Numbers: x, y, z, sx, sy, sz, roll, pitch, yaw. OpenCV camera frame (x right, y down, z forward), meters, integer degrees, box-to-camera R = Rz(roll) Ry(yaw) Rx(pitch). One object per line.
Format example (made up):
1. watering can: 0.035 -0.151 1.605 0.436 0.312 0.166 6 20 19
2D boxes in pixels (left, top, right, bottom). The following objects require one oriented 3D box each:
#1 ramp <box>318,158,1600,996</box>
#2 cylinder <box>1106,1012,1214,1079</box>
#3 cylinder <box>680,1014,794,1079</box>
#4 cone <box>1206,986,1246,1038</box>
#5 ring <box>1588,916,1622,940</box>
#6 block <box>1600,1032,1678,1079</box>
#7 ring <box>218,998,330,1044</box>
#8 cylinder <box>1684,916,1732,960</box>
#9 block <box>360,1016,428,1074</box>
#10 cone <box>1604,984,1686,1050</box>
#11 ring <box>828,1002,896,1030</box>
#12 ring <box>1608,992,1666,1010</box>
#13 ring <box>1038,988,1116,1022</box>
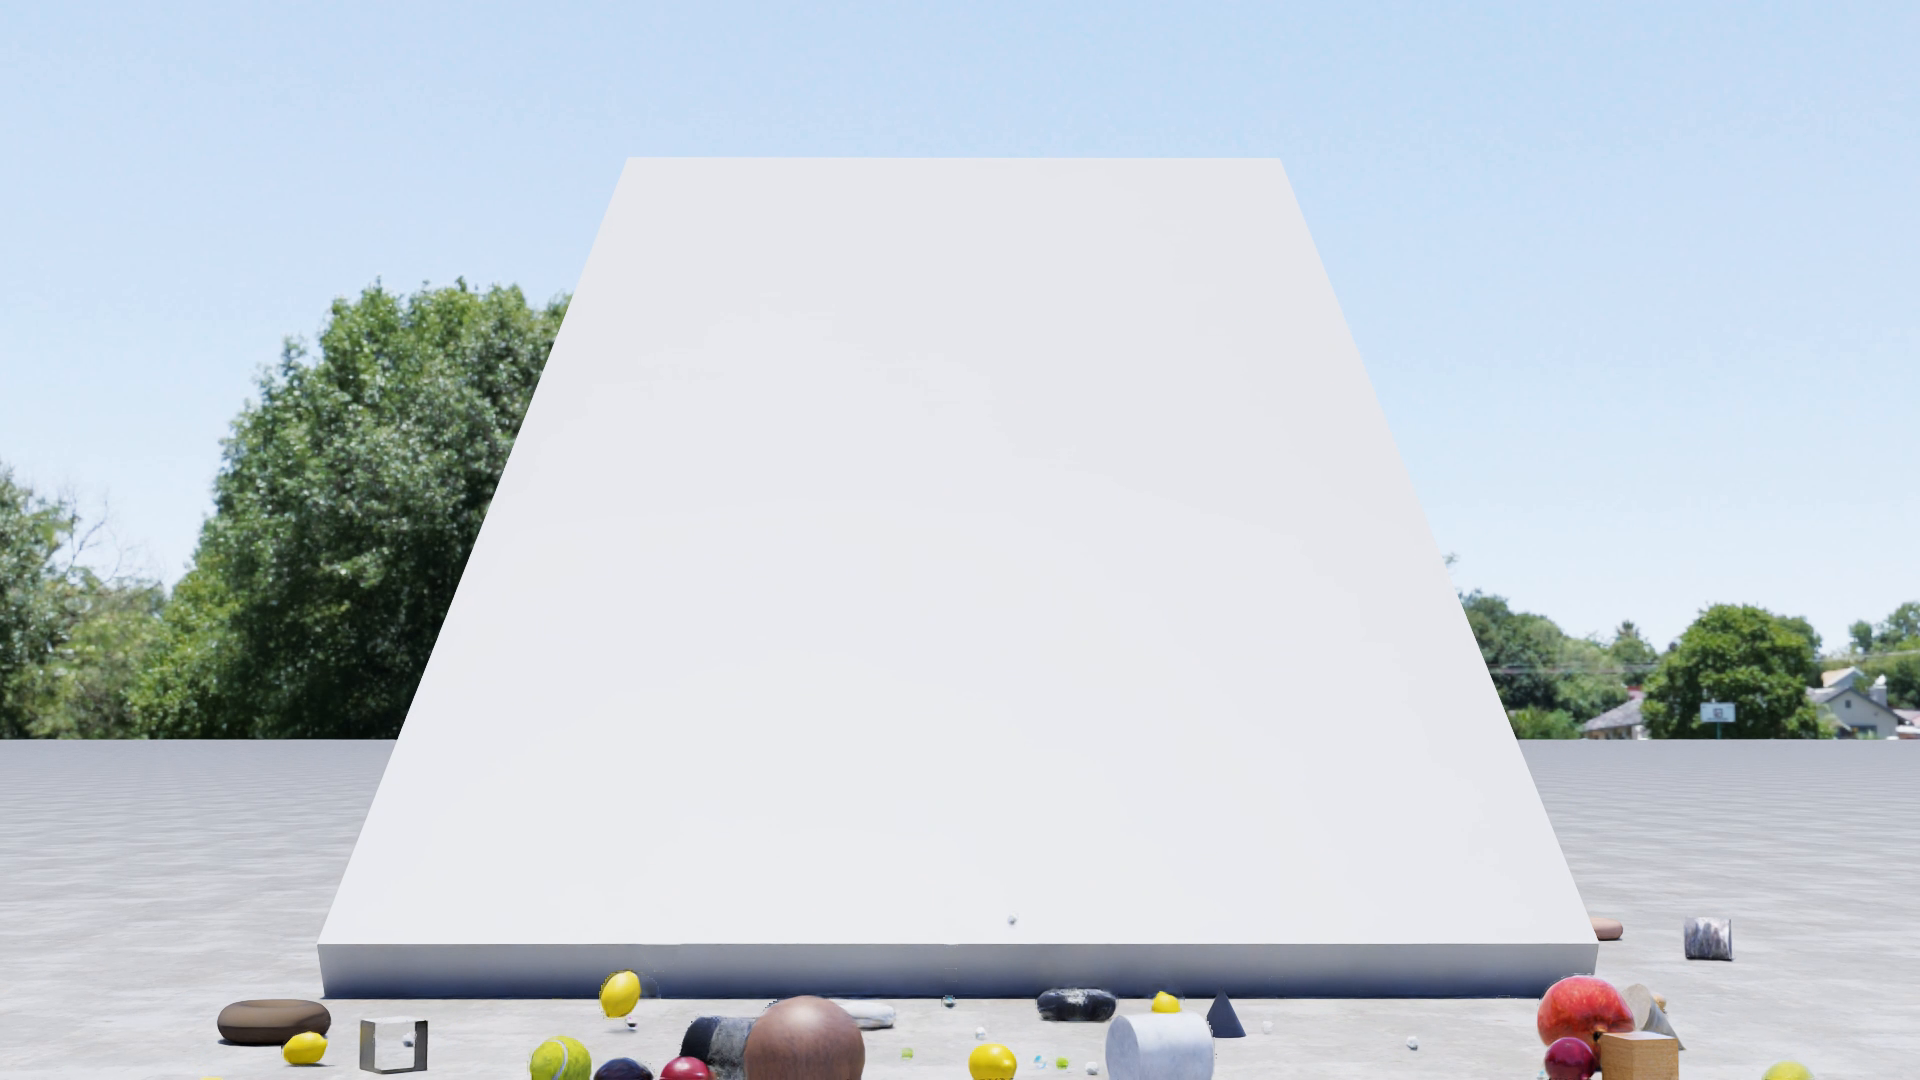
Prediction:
1. ramp: -0.010 -0.227 5.501 2.000 0.100 4.000 0 27 0
2. cylinder: 0.228 0.588 2.707 0.093 0.093 0.093 2 -5 -22
3. cylinder: -0.254 0.588 2.692 0.091 0.091 0.091 -6 -7 38
4. cone: 0.359 0.645 3.246 0.067 0.067 0.067 0 -5 0
5. ring: 1.273 0.783 4.771 0.122 0.041 0.122 1 -4 0
6. block: 0.789 0.607 2.750 0.062 0.062 0.062 2 -5 -18
7. ring: -0.926 0.651 3.198 0.148 0.049 0.148 1 -5 0
8. cylinder: 1.370 0.729 4.337 0.077 0.077 0.077 -2 -5 23
9. block: -0.697 0.621 2.914 0.061 0.061 0.061 4 -6 -39
10. cone: 0.908 0.644 3.086 0.096 0.096 0.096 28 -11 -11
11. ring: -0.138 0.669 3.330 0.098 0.033 0.098 1 -6 0
12. ring: 1.008 0.687 3.524 0.084 0.028 0.084 0 -6 0
13. ring: 0.169 0.675 3.435 0.116 0.039 0.116 0 -3 0
